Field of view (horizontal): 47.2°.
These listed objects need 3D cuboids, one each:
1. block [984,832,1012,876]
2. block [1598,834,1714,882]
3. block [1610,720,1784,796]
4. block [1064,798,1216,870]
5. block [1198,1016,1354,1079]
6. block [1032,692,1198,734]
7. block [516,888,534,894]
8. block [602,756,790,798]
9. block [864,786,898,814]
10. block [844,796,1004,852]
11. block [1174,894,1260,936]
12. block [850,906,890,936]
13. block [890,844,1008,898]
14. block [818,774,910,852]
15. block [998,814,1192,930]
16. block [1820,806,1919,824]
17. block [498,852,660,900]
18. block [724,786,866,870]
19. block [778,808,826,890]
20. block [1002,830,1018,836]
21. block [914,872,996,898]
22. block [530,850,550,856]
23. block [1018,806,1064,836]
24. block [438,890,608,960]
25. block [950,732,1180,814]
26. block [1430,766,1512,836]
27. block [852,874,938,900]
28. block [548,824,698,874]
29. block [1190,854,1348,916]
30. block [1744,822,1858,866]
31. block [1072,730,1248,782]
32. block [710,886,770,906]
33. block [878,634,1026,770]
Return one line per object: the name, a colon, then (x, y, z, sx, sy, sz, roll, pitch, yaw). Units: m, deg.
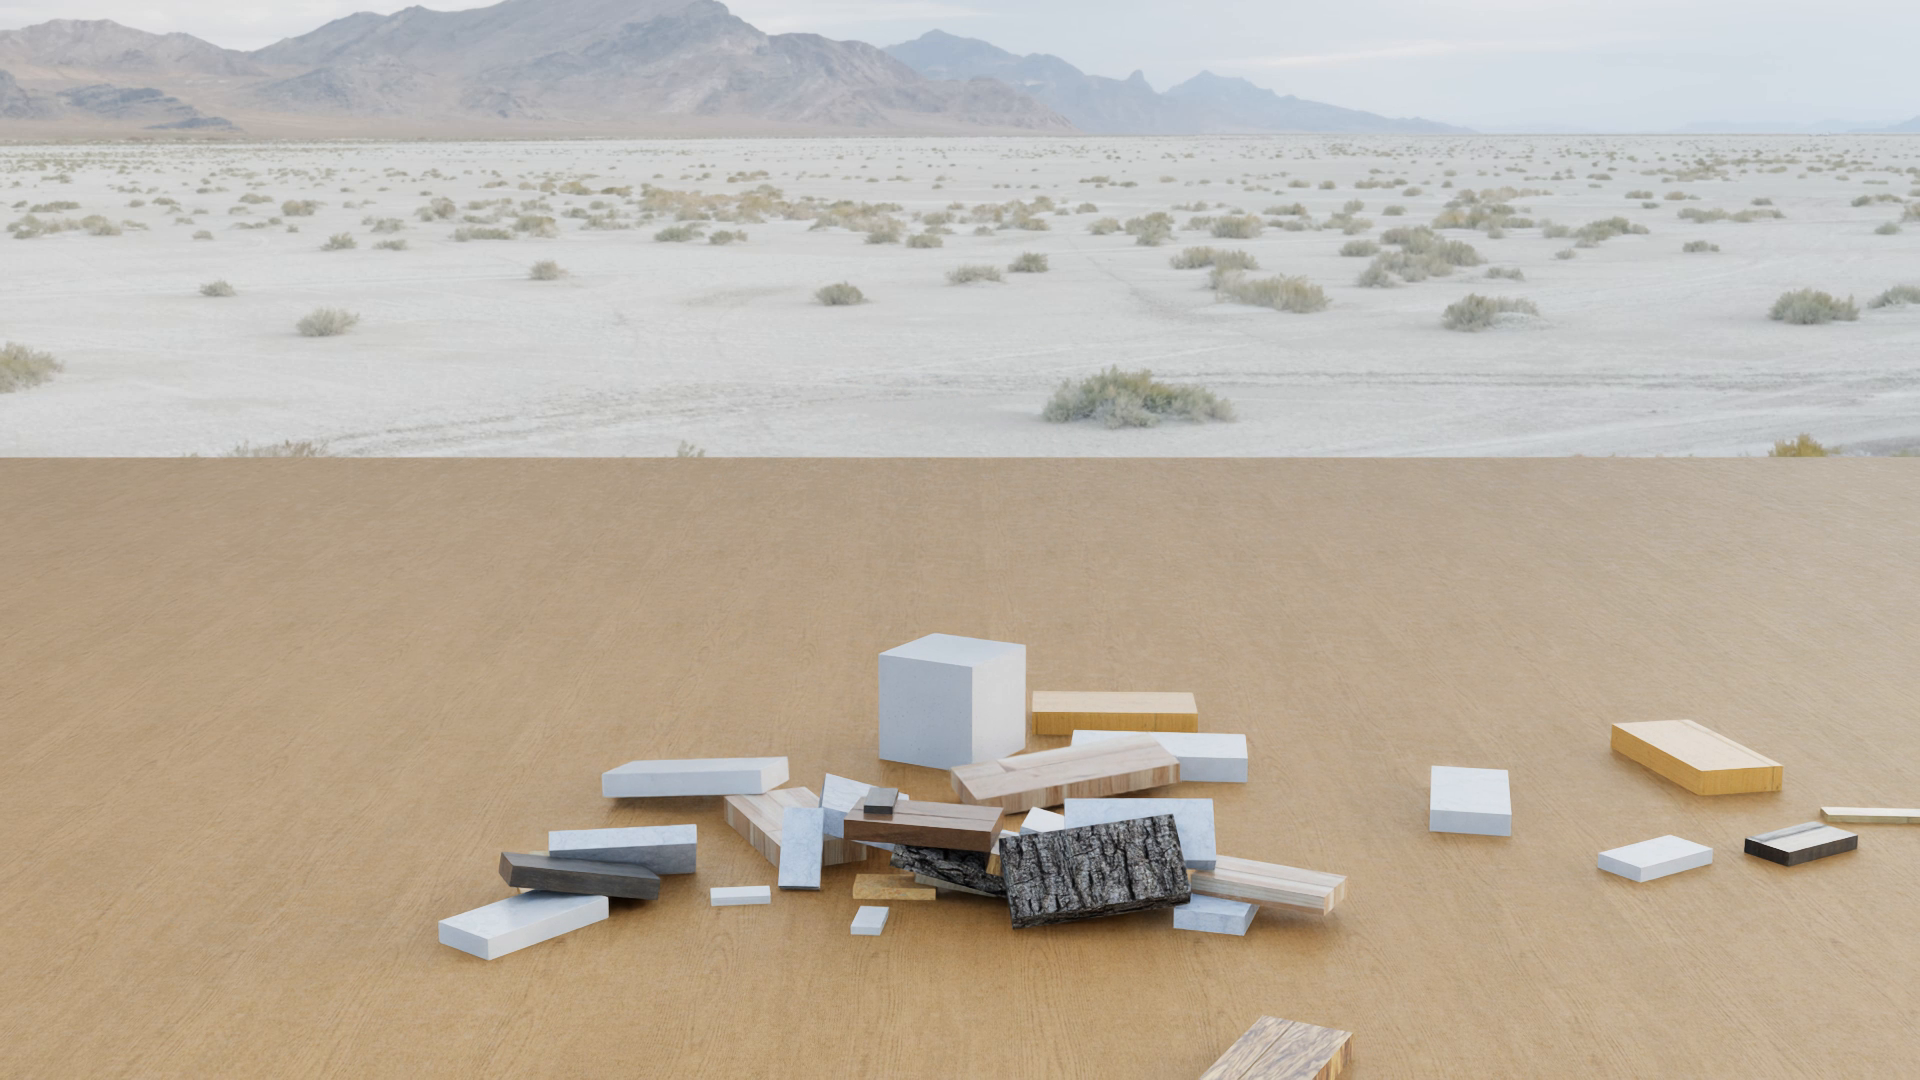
block: (0.165, 0.545, 3.655, 0.247, 0.035, 0.123, 14, 10, -4)
block: (1.204, 0.551, 3.808, 0.185, 0.026, 0.093, -7, 12, -32)
block: (1.465, 0.431, 4.390, 0.174, 0.049, 0.347, -2, 11, -12)
block: (0.295, 0.483, 3.616, 0.244, 0.032, 0.113, 0, 54, 1)
block: (0.419, 0.708, 2.930, 0.131, 0.037, 0.262, 6, 12, 28)
block: (0.329, 0.371, 4.713, 0.347, 0.049, 0.174, 0, 11, 2)
block: (-0.686, 0.582, 3.672, 0.099, 0.014, 0.050, -4, 11, -20)
block: (-0.500, 0.450, 4.172, 0.316, 0.045, 0.158, -3, 3, 14)
block: (-0.133, 0.439, 3.703, 0.049, 0.014, 0.097, 2, 12, 4)
block: (-0.059, 0.473, 3.666, 0.247, 0.035, 0.123, 3, 12, 10)
block: (0.430, 0.587, 3.597, 0.113, 0.032, 0.227, 3, 11, 17)
block: (-0.144, 0.610, 3.525, 0.047, 0.013, 0.094, 1, 11, 7)
block: (0.013, 0.541, 3.664, 0.247, 0.035, 0.123, 15, 10, 3)
block: (-0.171, 0.484, 3.909, 0.158, 0.045, 0.316, 15, 3, -3)
block: (0.215, 0.532, 3.536, 0.287, 0.041, 0.144, -8, 54, -3)
block: (1.721, 0.510, 4.066, 0.242, 0.013, 0.047, 1, 11, 4)
block: (-0.625, 0.551, 3.608, 0.243, 0.034, 0.122, 9, 0, -20)
block: (-0.299, 0.516, 3.946, 0.158, 0.045, 0.316, -5, 11, -23)
block: (-0.267, 0.520, 3.710, 0.068, 0.137, 0.019, 1, -25, 4)
block: (0.063, 0.531, 3.873, 0.047, 0.013, 0.094, 8, 13, 37)
block: (-0.007, 0.565, 3.679, 0.137, 0.019, 0.068, 11, 10, -3)
block: (-0.687, 0.549, 3.773, 0.099, 0.014, 0.049, -1, -31, -5)
block: (0.233, 0.518, 3.690, 0.262, 0.037, 0.131, 16, 10, 8)
block: (-0.693, 0.604, 3.500, 0.121, 0.034, 0.243, 9, 14, 39)
block: (0.201, 0.447, 4.185, 0.412, 0.041, 0.144, -8, 22, -19)
block: (0.954, 0.486, 4.117, 0.144, 0.041, 0.287, 2, 11, 12)
block: (-0.107, 0.579, 3.673, 0.137, 0.019, 0.068, 1, 11, 3)
block: (-0.568, 0.527, 3.711, 0.243, 0.034, 0.122, -2, -32, -9)
block: (0.501, 0.560, 3.569, 0.227, 0.032, 0.113, 6, 12, 28)
block: (1.486, 0.536, 3.886, 0.185, 0.026, 0.093, -6, 12, -31)
block: (0.396, 0.431, 4.392, 0.347, 0.049, 0.174, 1, 11, 5)
block: (-0.363, 0.589, 3.639, 0.097, 0.014, 0.049, -1, 11, -7)
block: (-0.015, 0.329, 4.478, 0.218, 0.218, 0.218, 6, 12, 30)
